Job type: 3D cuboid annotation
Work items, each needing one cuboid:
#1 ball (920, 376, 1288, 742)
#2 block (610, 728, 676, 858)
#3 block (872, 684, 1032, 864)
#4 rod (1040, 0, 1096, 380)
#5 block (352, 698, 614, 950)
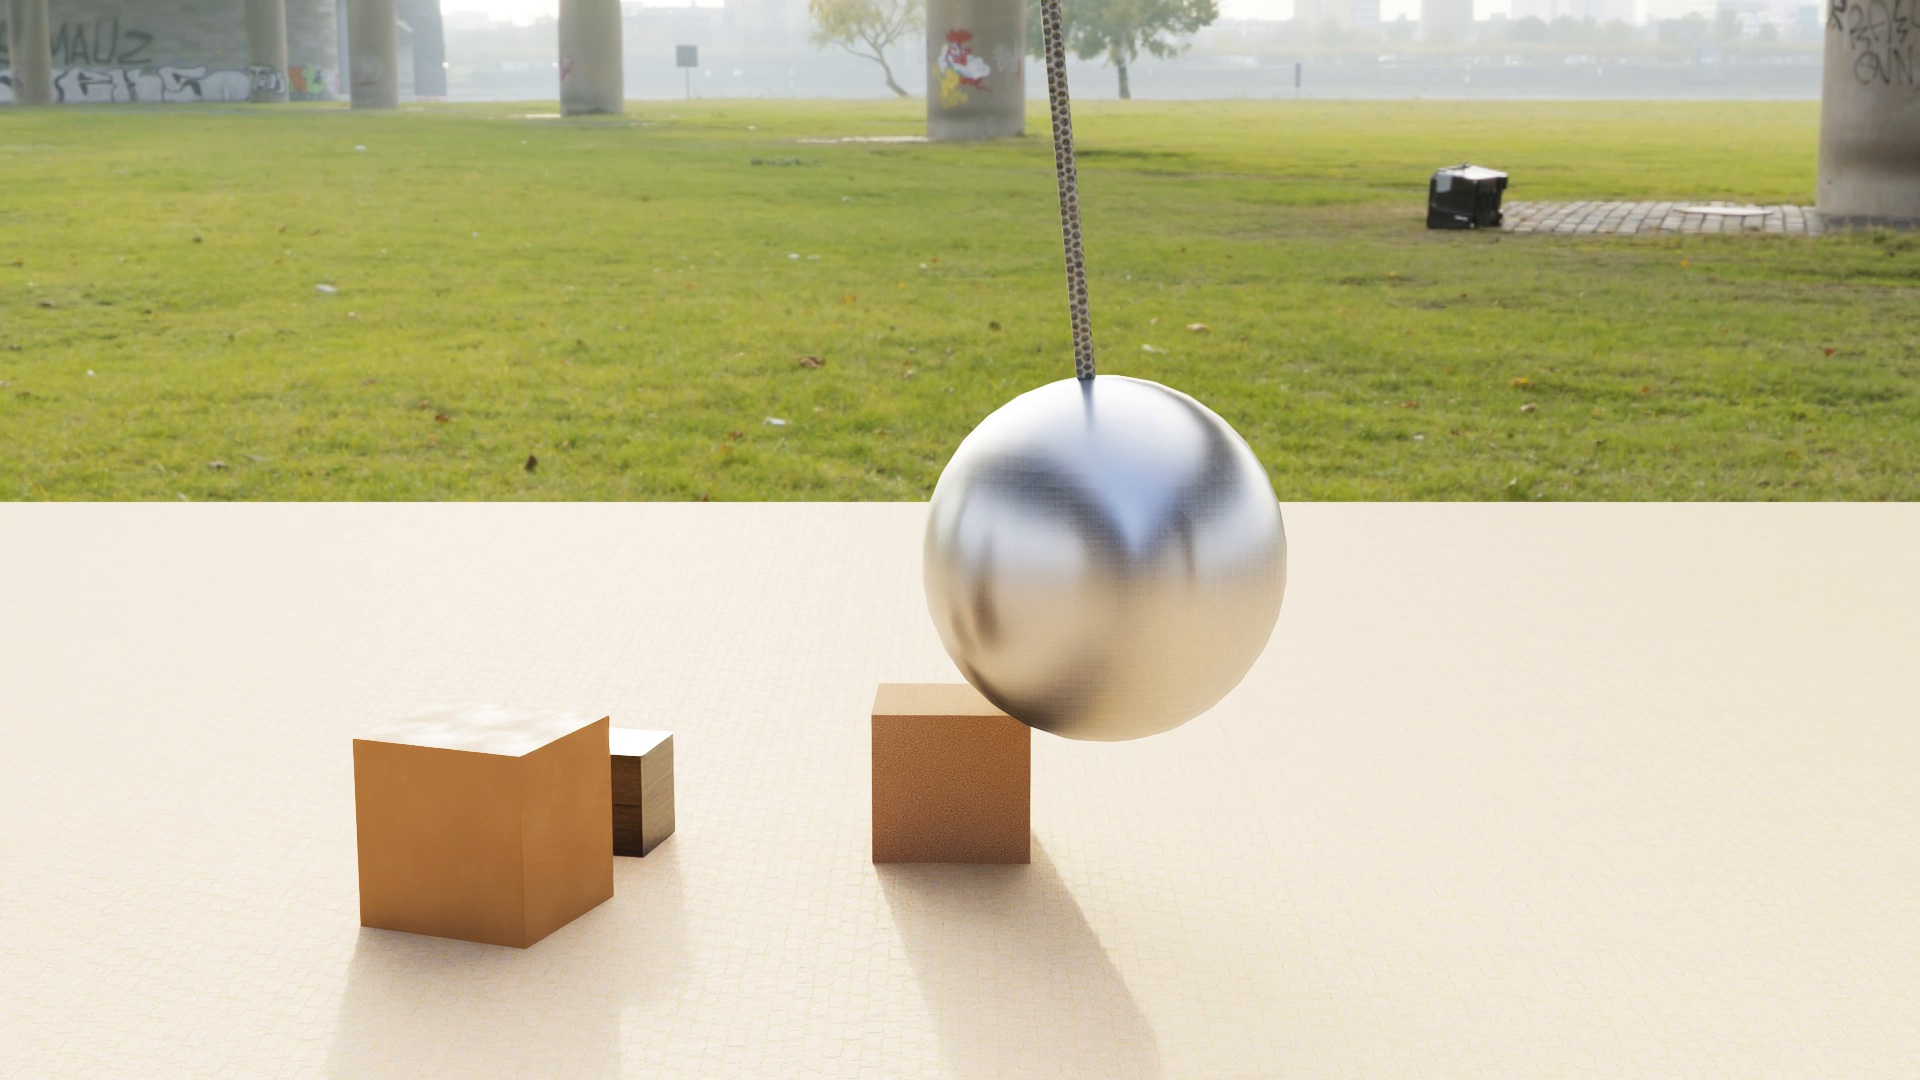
[{"bbox_3d":[0.627,0.082,11.195,1.600,1.600,1.600,0,10,0],"label":"ball"},{"bbox_3d":[-1.582,1.161,11.841,0.405,0.480,0.426,3,11,14],"label":"block"},{"bbox_3d":[-0.032,1.064,11.793,0.713,0.686,0.606,0,10,1],"label":"block"},{"bbox_3d":[0.272,-3.245,10.590,0.080,5.200,0.080,-6,10,1],"label":"rod"},{"bbox_3d":[-1.999,1.178,10.827,0.792,0.808,0.735,4,11,21],"label":"block"}]
